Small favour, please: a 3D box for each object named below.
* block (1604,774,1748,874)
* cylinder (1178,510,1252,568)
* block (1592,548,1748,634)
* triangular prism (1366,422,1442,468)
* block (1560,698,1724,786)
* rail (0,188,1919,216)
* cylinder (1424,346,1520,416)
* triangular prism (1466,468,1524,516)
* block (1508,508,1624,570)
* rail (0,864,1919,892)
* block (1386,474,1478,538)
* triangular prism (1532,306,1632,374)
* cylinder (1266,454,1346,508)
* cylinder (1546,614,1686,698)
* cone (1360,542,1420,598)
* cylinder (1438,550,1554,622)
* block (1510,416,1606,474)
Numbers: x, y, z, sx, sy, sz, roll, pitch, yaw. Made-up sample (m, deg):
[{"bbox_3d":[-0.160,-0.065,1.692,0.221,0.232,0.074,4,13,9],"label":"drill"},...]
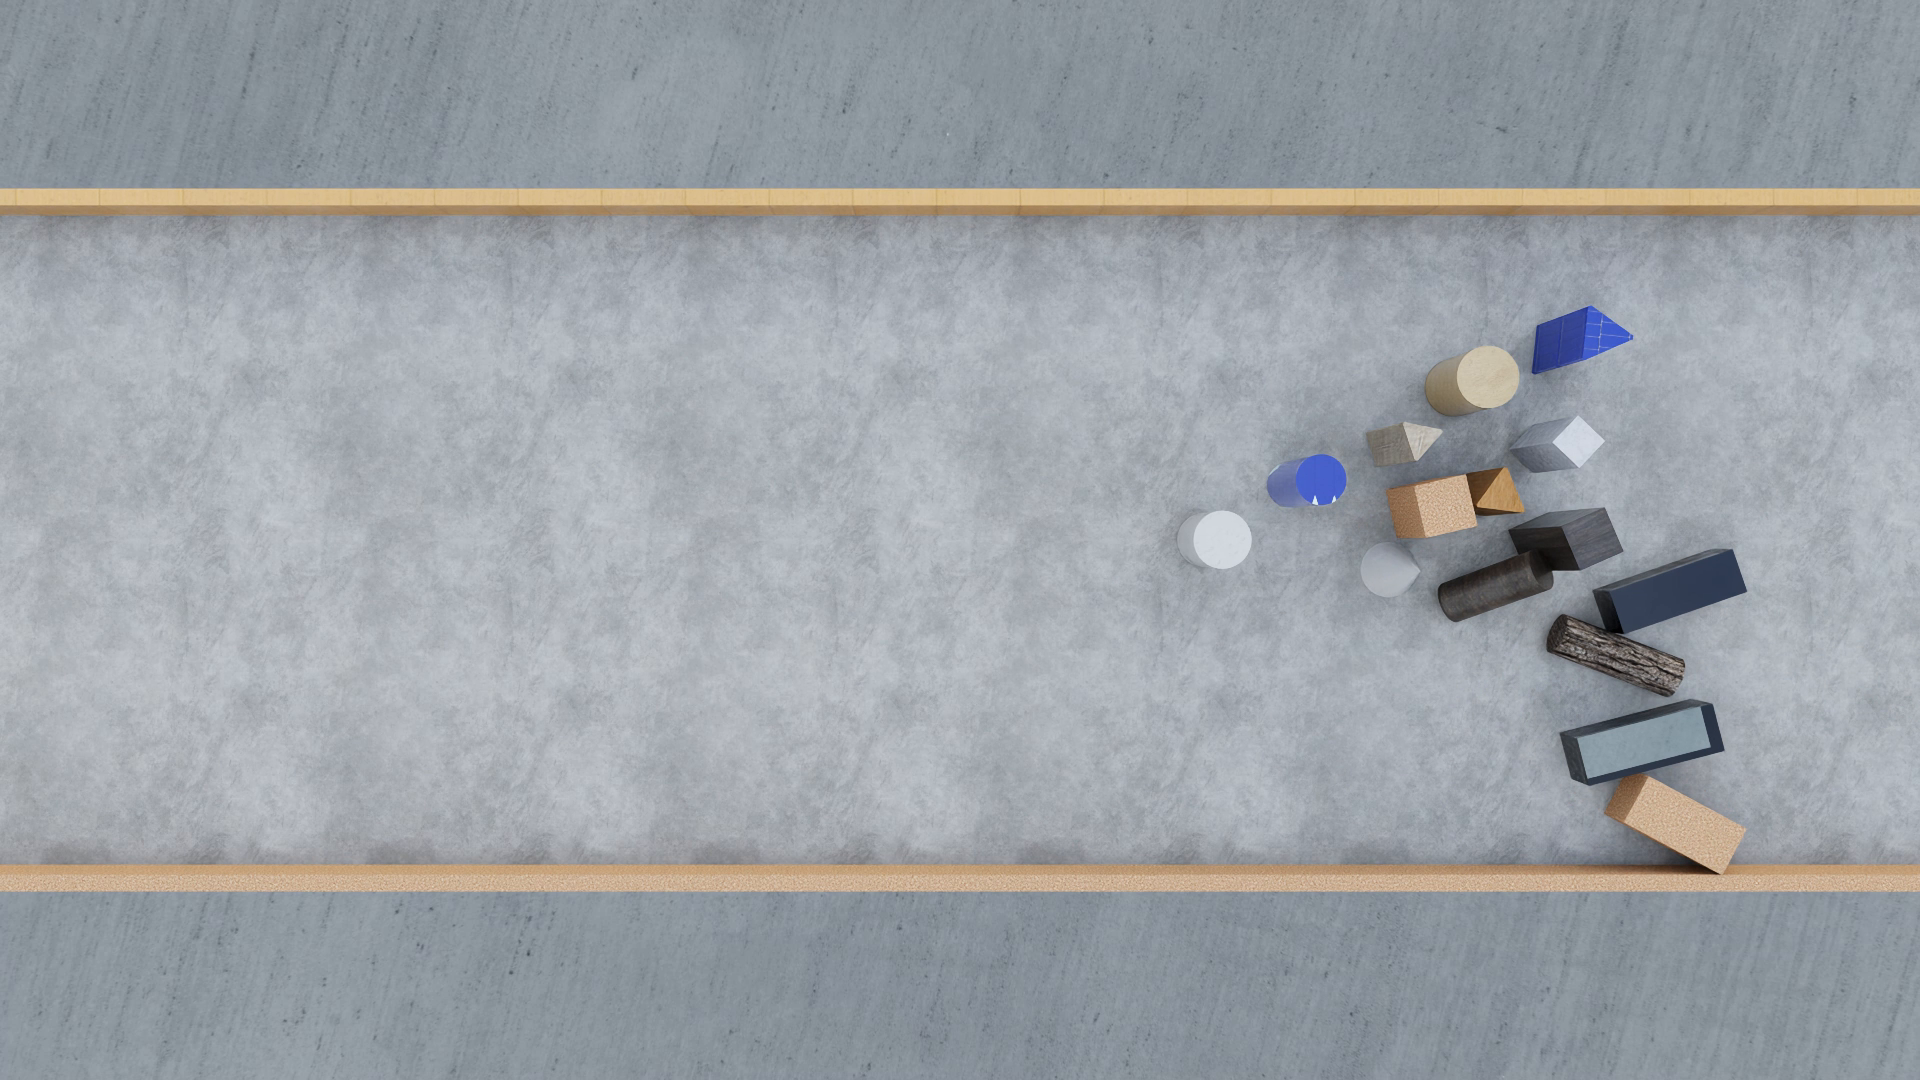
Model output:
[{"bbox_3d":[2.165,0.852,4.998,0.333,0.157,0.157,28,90,0],"label":"block"},{"bbox_3d":[0.752,-0.001,4.899,0.167,0.355,0.167,0,90,0],"label":"cylinder"},{"bbox_3d":[2.152,0.155,5.008,0.391,0.136,0.136,-19,90,0],"label":"block"},{"bbox_3d":[1.287,-0.298,4.863,0.098,0.427,0.113,41,90,0],"label":"triangular prism"},{"bbox_3d":[2.066,0.612,5.003,0.419,0.147,0.147,-14,90,0],"label":"block"},{"bbox_3d":[-2.247,-1.025,5.002,12.000,0.150,0.050,0,90,0],"label":"rail"},{"bbox_3d":[1.520,-0.469,4.912,0.180,0.329,0.180,0,90,0],"label":"cylinder"},{"bbox_3d":[1.564,-0.148,4.921,0.140,0.308,0.122,7,89,-2],"label":"triangular prism"},{"bbox_3d":[1.784,0.001,4.873,0.137,0.400,0.137,-23,90,-3],"label":"block"},{"bbox_3d":[-2.247,1.025,5.001,12.000,0.150,0.050,0,90,0],"label":"rail"},{"bbox_3d":[1.402,-0.098,4.918,0.153,0.318,0.153,-13,90,0],"label":"block"},{"bbox_3d":[1.806,-0.602,4.869,0.153,0.415,0.133,-24,90,0],"label":"triangular prism"},{"bbox_3d":[1.016,-0.170,4.857,0.143,0.439,0.143,0,90,0],"label":"cylinder"},{"bbox_3d":[1.992,0.351,5.014,0.380,0.126,0.126,21,90,0],"label":"cylinder"},{"bbox_3d":[1.319,0.091,4.900,0.172,0.353,0.172,0,90,0],"label":"cone"},{"bbox_3d":[1.597,0.139,4.925,0.312,0.126,0.126,-27,90,42],"label":"cylinder"},{"bbox_3d":[1.764,-0.280,4.889,0.106,0.375,0.106,44,90,0],"label":"block"}]
